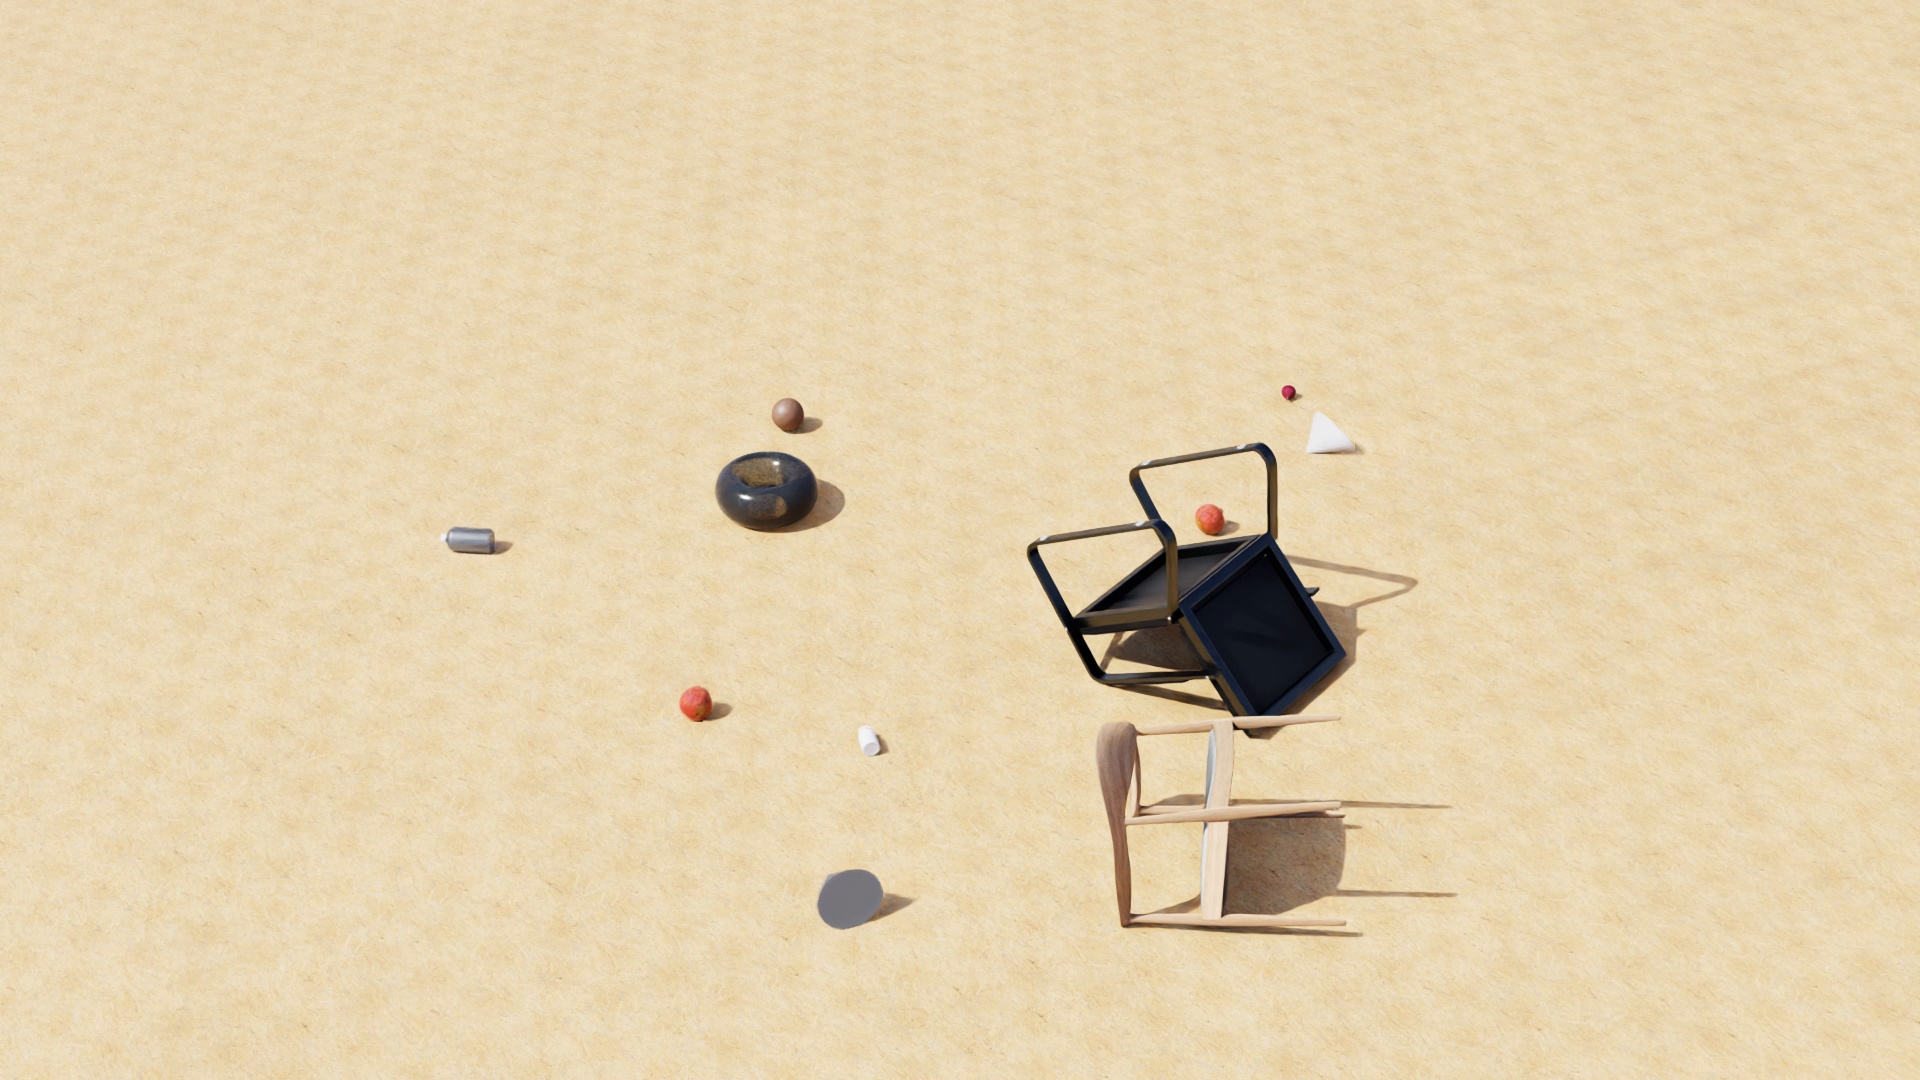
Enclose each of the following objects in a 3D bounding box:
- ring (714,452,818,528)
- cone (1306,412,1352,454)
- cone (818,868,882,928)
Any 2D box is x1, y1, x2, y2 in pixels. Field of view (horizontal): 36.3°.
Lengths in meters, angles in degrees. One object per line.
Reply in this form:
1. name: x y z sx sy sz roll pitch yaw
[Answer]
1. ring: -0.732 -0.190 11.085 0.387 0.165 0.402 -25 39 -31
2. cone: 1.406 -0.384 11.467 0.147 0.151 0.245 -38 44 -6
3. cone: -0.380 1.088 9.212 0.214 0.188 0.256 -28 19 -11
